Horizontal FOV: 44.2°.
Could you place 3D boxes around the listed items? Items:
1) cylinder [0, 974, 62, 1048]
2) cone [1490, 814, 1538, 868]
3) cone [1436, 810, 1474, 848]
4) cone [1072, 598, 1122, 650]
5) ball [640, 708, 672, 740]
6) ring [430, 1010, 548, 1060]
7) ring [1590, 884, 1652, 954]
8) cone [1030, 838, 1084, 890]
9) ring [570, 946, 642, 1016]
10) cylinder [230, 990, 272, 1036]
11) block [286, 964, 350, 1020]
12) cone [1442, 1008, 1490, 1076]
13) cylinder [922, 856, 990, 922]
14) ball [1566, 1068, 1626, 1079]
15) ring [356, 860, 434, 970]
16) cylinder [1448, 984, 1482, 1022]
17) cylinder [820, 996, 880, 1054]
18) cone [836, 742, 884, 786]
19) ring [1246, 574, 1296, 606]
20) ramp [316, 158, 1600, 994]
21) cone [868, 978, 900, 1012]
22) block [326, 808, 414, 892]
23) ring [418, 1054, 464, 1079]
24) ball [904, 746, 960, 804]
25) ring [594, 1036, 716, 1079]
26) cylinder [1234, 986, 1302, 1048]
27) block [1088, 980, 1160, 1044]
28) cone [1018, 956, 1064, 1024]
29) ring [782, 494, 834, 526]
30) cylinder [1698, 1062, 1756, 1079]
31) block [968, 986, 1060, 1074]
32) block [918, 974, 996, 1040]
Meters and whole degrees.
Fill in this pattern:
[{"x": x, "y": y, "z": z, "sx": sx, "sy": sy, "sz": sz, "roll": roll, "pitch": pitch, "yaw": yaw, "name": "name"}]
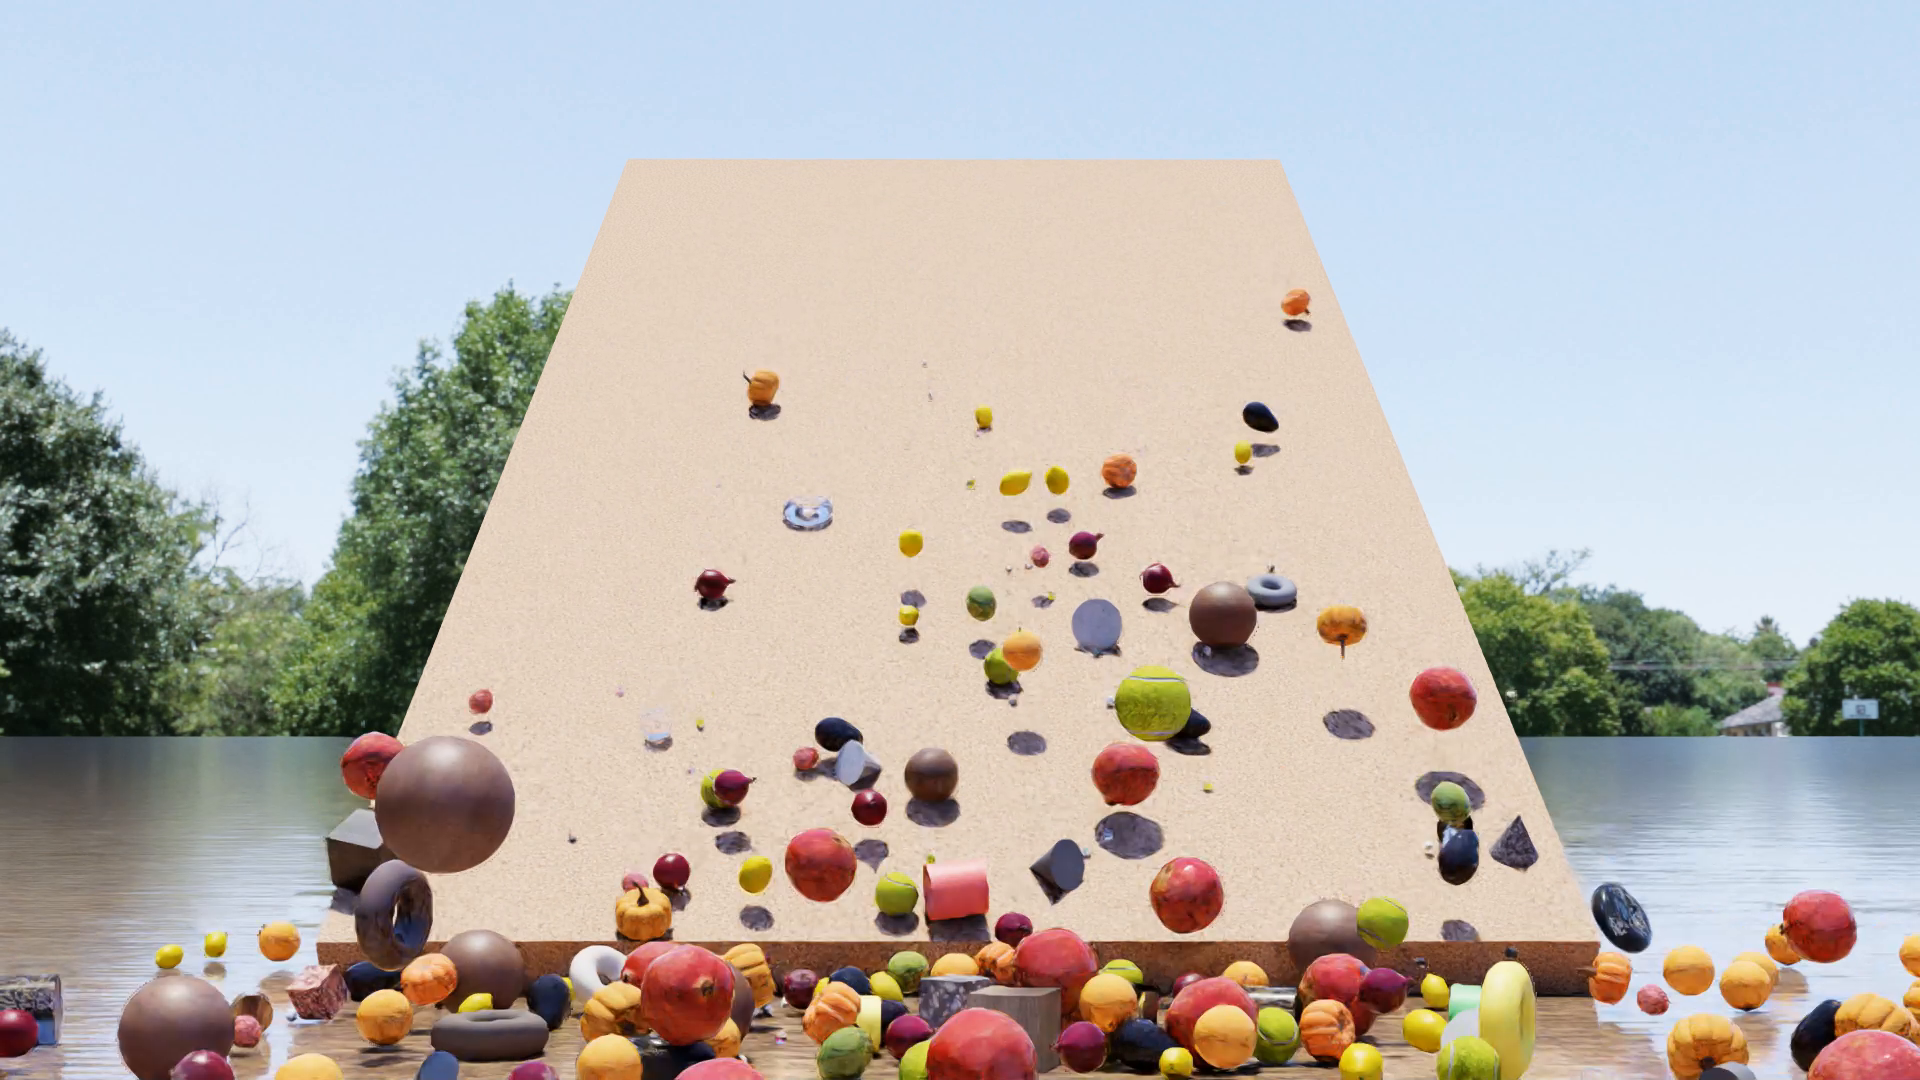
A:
[{"x": -1.223, "y": 0.613, "z": 3.080, "sx": 0.091, "sy": 0.091, "sz": 0.091, "roll": -1, "pitch": -4, "yaw": -15, "name": "cylinder"}, {"x": 0.913, "y": 0.482, "z": 3.881, "sx": 0.079, "sy": 0.079, "sz": 0.079, "roll": 0, "pitch": 27, "yaw": 0, "name": "cone"}, {"x": 0.814, "y": 0.478, "z": 3.945, "sx": 0.065, "sy": 0.065, "sz": 0.065, "roll": 1, "pitch": 0, "yaw": -9, "name": "cone"}, {"x": 0.271, "y": 0.162, "z": 4.555, "sx": 0.100, "sy": 0.100, "sz": 0.100, "roll": -1, "pitch": -1, "yaw": 12, "name": "cone"}, {"x": -0.539, "y": 0.327, "z": 4.208, "sx": 0.056, "sy": 0.056, "sz": 0.056, "roll": 0, "pitch": -5, "yaw": 0, "name": "ball"}, {"x": -0.600, "y": 0.632, "z": 3.021, "sx": 0.149, "sy": 0.050, "sz": 0.149, "roll": 0, "pitch": -3, "yaw": 0, "name": "ring"}, {"x": 1.055, "y": 0.604, "z": 3.772, "sx": 0.122, "sy": 0.122, "sz": 0.041, "roll": 5, "pitch": -39, "yaw": -48, "name": "ring"}, {"x": 0.142, "y": 0.529, "z": 3.830, "sx": 0.083, "sy": 0.083, "sz": 0.083, "roll": -13, "pitch": -12, "yaw": 42, "name": "cone"}, {"x": -0.515, "y": 0.643, "z": 3.448, "sx": 0.118, "sy": 0.118, "sz": 0.039, "roll": 5, "pitch": -46, "yaw": -49, "name": "ring"}, {"x": -0.968, "y": 0.646, "z": 3.230, "sx": 0.055, "sy": 0.055, "sz": 0.055, "roll": 2, "pitch": -4, "yaw": -18, "name": "cylinder"}, {"x": -0.913, "y": 0.643, "z": 3.366, "sx": 0.054, "sy": 0.054, "sz": 0.054, "roll": -7, "pitch": 26, "yaw": 23, "name": "block"}, {"x": 0.638, "y": 0.627, "z": 2.884, "sx": 0.085, "sy": 0.085, "sz": 0.085, "roll": -2, "pitch": -32, "yaw": 25, "name": "cone"}, {"x": -0.007, "y": 0.550, "z": 3.726, "sx": 0.089, "sy": 0.089, "sz": 0.089, "roll": -11, "pitch": -3, "yaw": -9, "name": "cylinder"}, {"x": 0.622, "y": 0.557, "z": 2.308, "sx": 0.085, "sy": 0.085, "sz": 0.085, "roll": 0, "pitch": -5, "yaw": 0, "name": "ball"}, {"x": -0.718, "y": 0.476, "z": 3.005, "sx": 0.047, "sy": 0.141, "sz": 0.141, "roll": 1, "pitch": -4, "yaw": 19, "name": "ring"}, {"x": 0.653, "y": 0.599, "z": 2.937, "sx": 0.086, "sy": 0.086, "sz": 0.086, "roll": 3, "pitch": -4, "yaw": 17, "name": "cylinder"}, {"x": -0.139, "y": 0.617, "z": 3.011, "sx": 0.073, "sy": 0.073, "sz": 0.073, "roll": 1, "pitch": -5, "yaw": -5, "name": "cylinder"}, {"x": -0.161, "y": 0.391, "z": 4.105, "sx": 0.078, "sy": 0.078, "sz": 0.078, "roll": 11, "pitch": -11, "yaw": -41, "name": "cone"}, {"x": 0.617, "y": 0.100, "z": 4.693, "sx": 0.103, "sy": 0.034, "sz": 0.103, "roll": 1, "pitch": 26, "yaw": 0, "name": "ring"}, {"x": -0.010, "y": -0.227, "z": 5.490, "sx": 2.000, "sy": 0.100, "sz": 4.000, "roll": 0, "pitch": 27, "yaw": 0, "name": "ramp"}, {"x": -0.128, "y": 0.682, "z": 3.485, "sx": 0.056, "sy": 0.056, "sz": 0.056, "roll": -28, "pitch": -9, "yaw": 8, "name": "cone"}, {"x": -0.951, "y": 0.503, "z": 3.813, "sx": 0.093, "sy": 0.093, "sz": 0.093, "roll": 10, "pitch": 28, "yaw": 18, "name": "block"}, {"x": -0.499, "y": 0.523, "z": 2.208, "sx": 0.032, "sy": 0.097, "sz": 0.097, "roll": 36, "pitch": -7, "yaw": -2, "name": "ring"}, {"x": -0.048, "y": 0.400, "z": 4.022, "sx": 0.095, "sy": 0.095, "sz": 0.095, "roll": 0, "pitch": -5, "yaw": 0, "name": "ball"}, {"x": -0.361, "y": 0.616, "z": 2.798, "sx": 0.143, "sy": 0.048, "sz": 0.143, "roll": 1, "pitch": -6, "yaw": 0, "name": "ring"}, {"x": 0.404, "y": 0.624, "z": 3.096, "sx": 0.077, "sy": 0.077, "sz": 0.077, "roll": -1, "pitch": -5, "yaw": 16, "name": "cylinder"}, {"x": 0.220, "y": 0.631, "z": 3.164, "sx": 0.068, "sy": 0.068, "sz": 0.068, "roll": 5, "pitch": -1, "yaw": 27, "name": "block"}, {"x": 0.108, "y": 0.632, "z": 3.358, "sx": 0.090, "sy": 0.090, "sz": 0.090, "roll": 7, "pitch": 1, "yaw": 0, "name": "cone"}, {"x": -0.322, "y": -0.064, "z": 5.012, "sx": 0.108, "sy": 0.036, "sz": 0.108, "roll": 1, "pitch": 26, "yaw": 0, "name": "ring"}, {"x": 0.827, "y": 0.593, "z": 2.550, "sx": 0.053, "sy": 0.053, "sz": 0.053, "roll": -3, "pitch": -6, "yaw": 34, "name": "cylinder"}, {"x": 0.067, "y": 0.602, "z": 2.913, "sx": 0.092, "sy": 0.092, "sz": 0.092, "roll": -2, "pitch": -5, "yaw": 18, "name": "block"}, {"x": -0.003, "y": 0.636, "z": 3.225, "sx": 0.076, "sy": 0.076, "sz": 0.076, "roll": -3, "pitch": -6, "yaw": 37, "name": "block"}]
